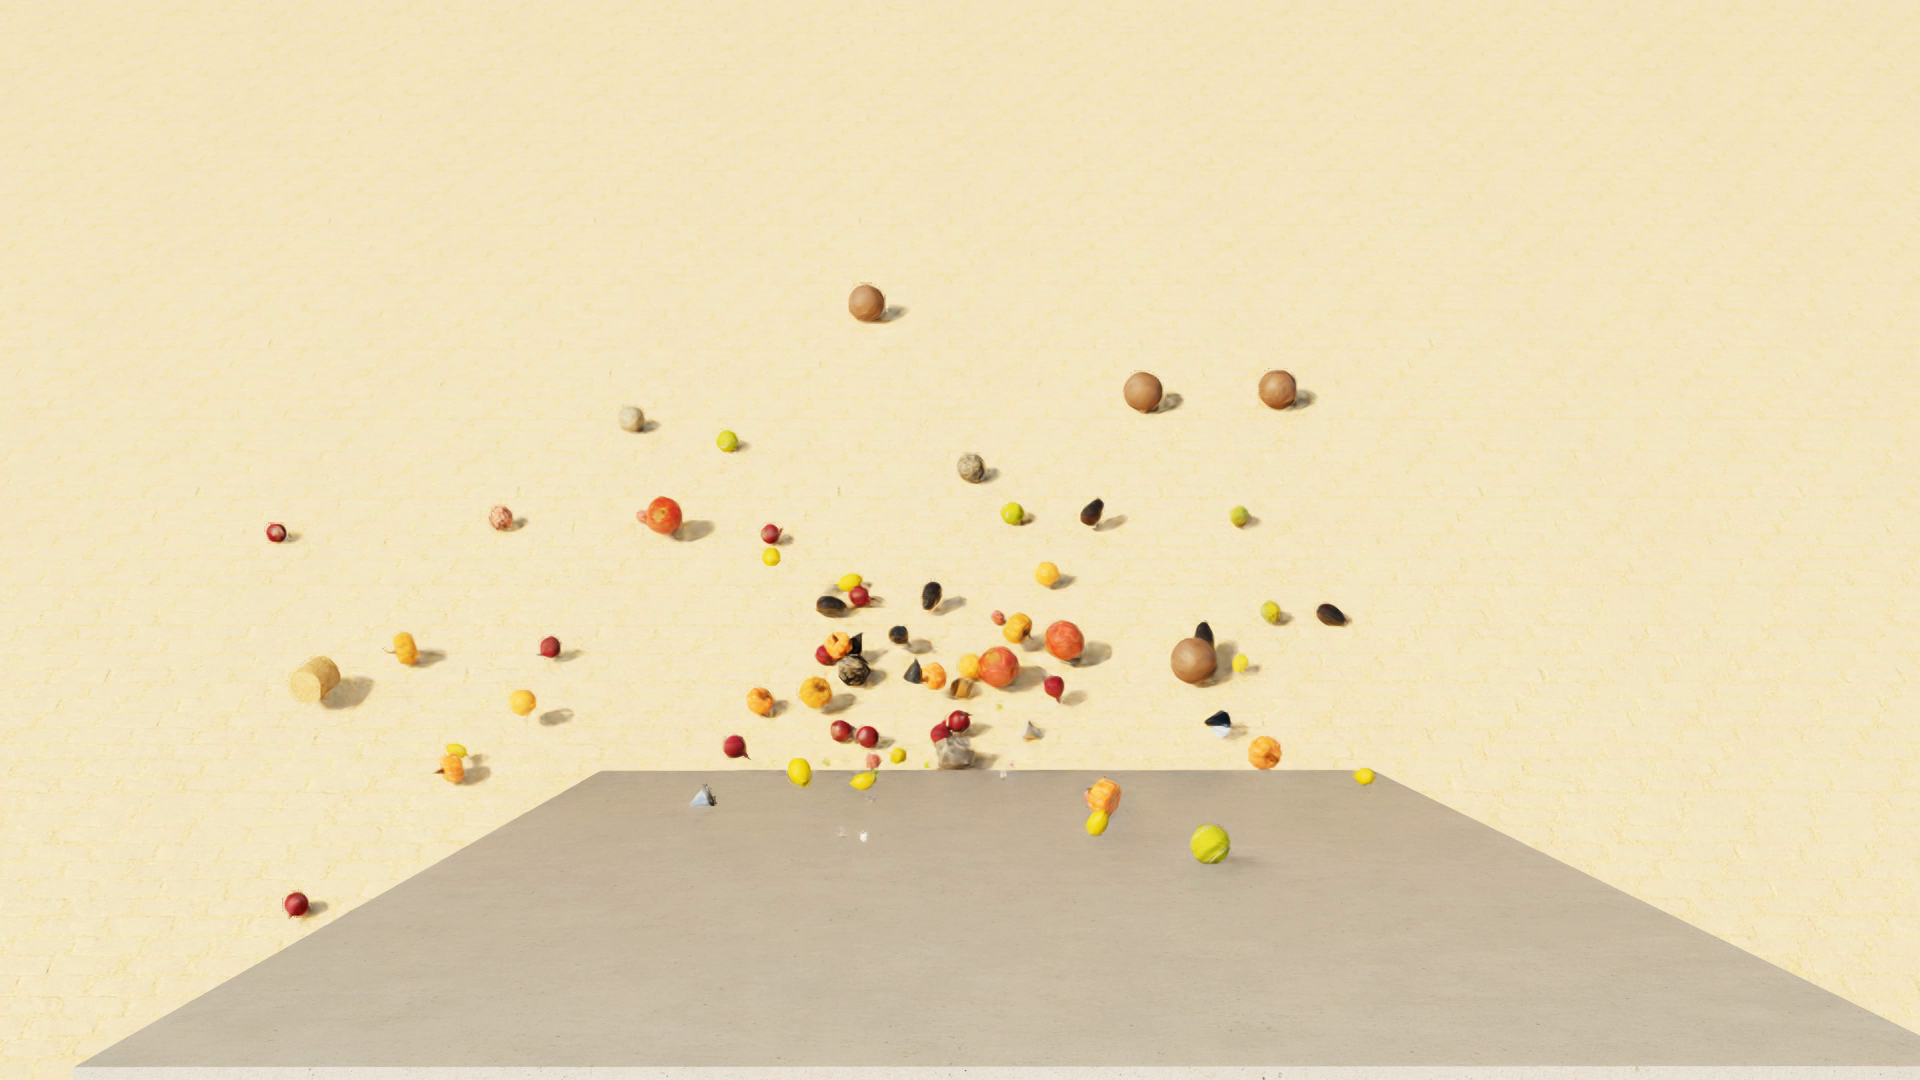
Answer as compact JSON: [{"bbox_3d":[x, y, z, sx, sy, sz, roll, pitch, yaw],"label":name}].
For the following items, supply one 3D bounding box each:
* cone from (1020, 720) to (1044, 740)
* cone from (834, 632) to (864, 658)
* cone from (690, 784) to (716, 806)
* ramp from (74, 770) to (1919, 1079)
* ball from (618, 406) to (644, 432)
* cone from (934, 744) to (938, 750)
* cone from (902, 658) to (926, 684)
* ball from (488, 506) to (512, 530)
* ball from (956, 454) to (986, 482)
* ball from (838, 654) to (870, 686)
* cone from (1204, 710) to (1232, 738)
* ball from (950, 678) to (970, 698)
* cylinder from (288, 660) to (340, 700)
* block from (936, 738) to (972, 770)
[{"bbox_3d":[0.199,0.520,6.965,0.059,0.059,0.059,23,31,-9],"label":"cone"},{"bbox_3d":[-0.293,0.289,7.252,0.087,0.087,0.087,31,21,-13],"label":"cone"},{"bbox_3d":[-0.574,0.573,5.709,0.052,0.052,0.052,-27,39,-15],"label":"cone"},{"bbox_3d":[0.071,0.624,4.711,2.000,0.100,4.000,0,-1,0],"label":"ramp"},{"bbox_3d":[-1.065,-0.393,8.387,0.086,0.086,0.086,0,32,0],"label":"ball"},{"bbox_3d":[-0.025,0.573,6.880,0.075,0.075,0.075,-10,66,-15],"label":"cone"},{"bbox_3d":[-0.124,0.353,7.194,0.065,0.065,0.065,5,25,-2],"label":"cone"},{"bbox_3d":[-1.397,-0.068,7.872,0.075,0.075,0.075,0,32,0],"label":"ball"},{"bbox_3d":[0.034,-0.227,8.114,0.091,0.091,0.091,0,32,0],"label":"ball"},{"bbox_3d":[-0.294,0.360,7.168,0.089,0.089,0.089,0,32,0],"label":"ball"},{"bbox_3d":[0.675,0.489,6.937,0.073,0.073,0.073,10,19,-42],"label":"cone"},{"bbox_3d":[0.001,0.407,7.124,0.056,0.056,0.056,0,32,0],"label":"ball"},{"bbox_3d":[-1.760,0.381,7.070,0.098,0.098,0.098,15,12,23],"label":"cylinder"},{"bbox_3d":[-0.015,0.562,6.821,0.069,0.069,0.069,4,73,-22],"label":"block"}]
